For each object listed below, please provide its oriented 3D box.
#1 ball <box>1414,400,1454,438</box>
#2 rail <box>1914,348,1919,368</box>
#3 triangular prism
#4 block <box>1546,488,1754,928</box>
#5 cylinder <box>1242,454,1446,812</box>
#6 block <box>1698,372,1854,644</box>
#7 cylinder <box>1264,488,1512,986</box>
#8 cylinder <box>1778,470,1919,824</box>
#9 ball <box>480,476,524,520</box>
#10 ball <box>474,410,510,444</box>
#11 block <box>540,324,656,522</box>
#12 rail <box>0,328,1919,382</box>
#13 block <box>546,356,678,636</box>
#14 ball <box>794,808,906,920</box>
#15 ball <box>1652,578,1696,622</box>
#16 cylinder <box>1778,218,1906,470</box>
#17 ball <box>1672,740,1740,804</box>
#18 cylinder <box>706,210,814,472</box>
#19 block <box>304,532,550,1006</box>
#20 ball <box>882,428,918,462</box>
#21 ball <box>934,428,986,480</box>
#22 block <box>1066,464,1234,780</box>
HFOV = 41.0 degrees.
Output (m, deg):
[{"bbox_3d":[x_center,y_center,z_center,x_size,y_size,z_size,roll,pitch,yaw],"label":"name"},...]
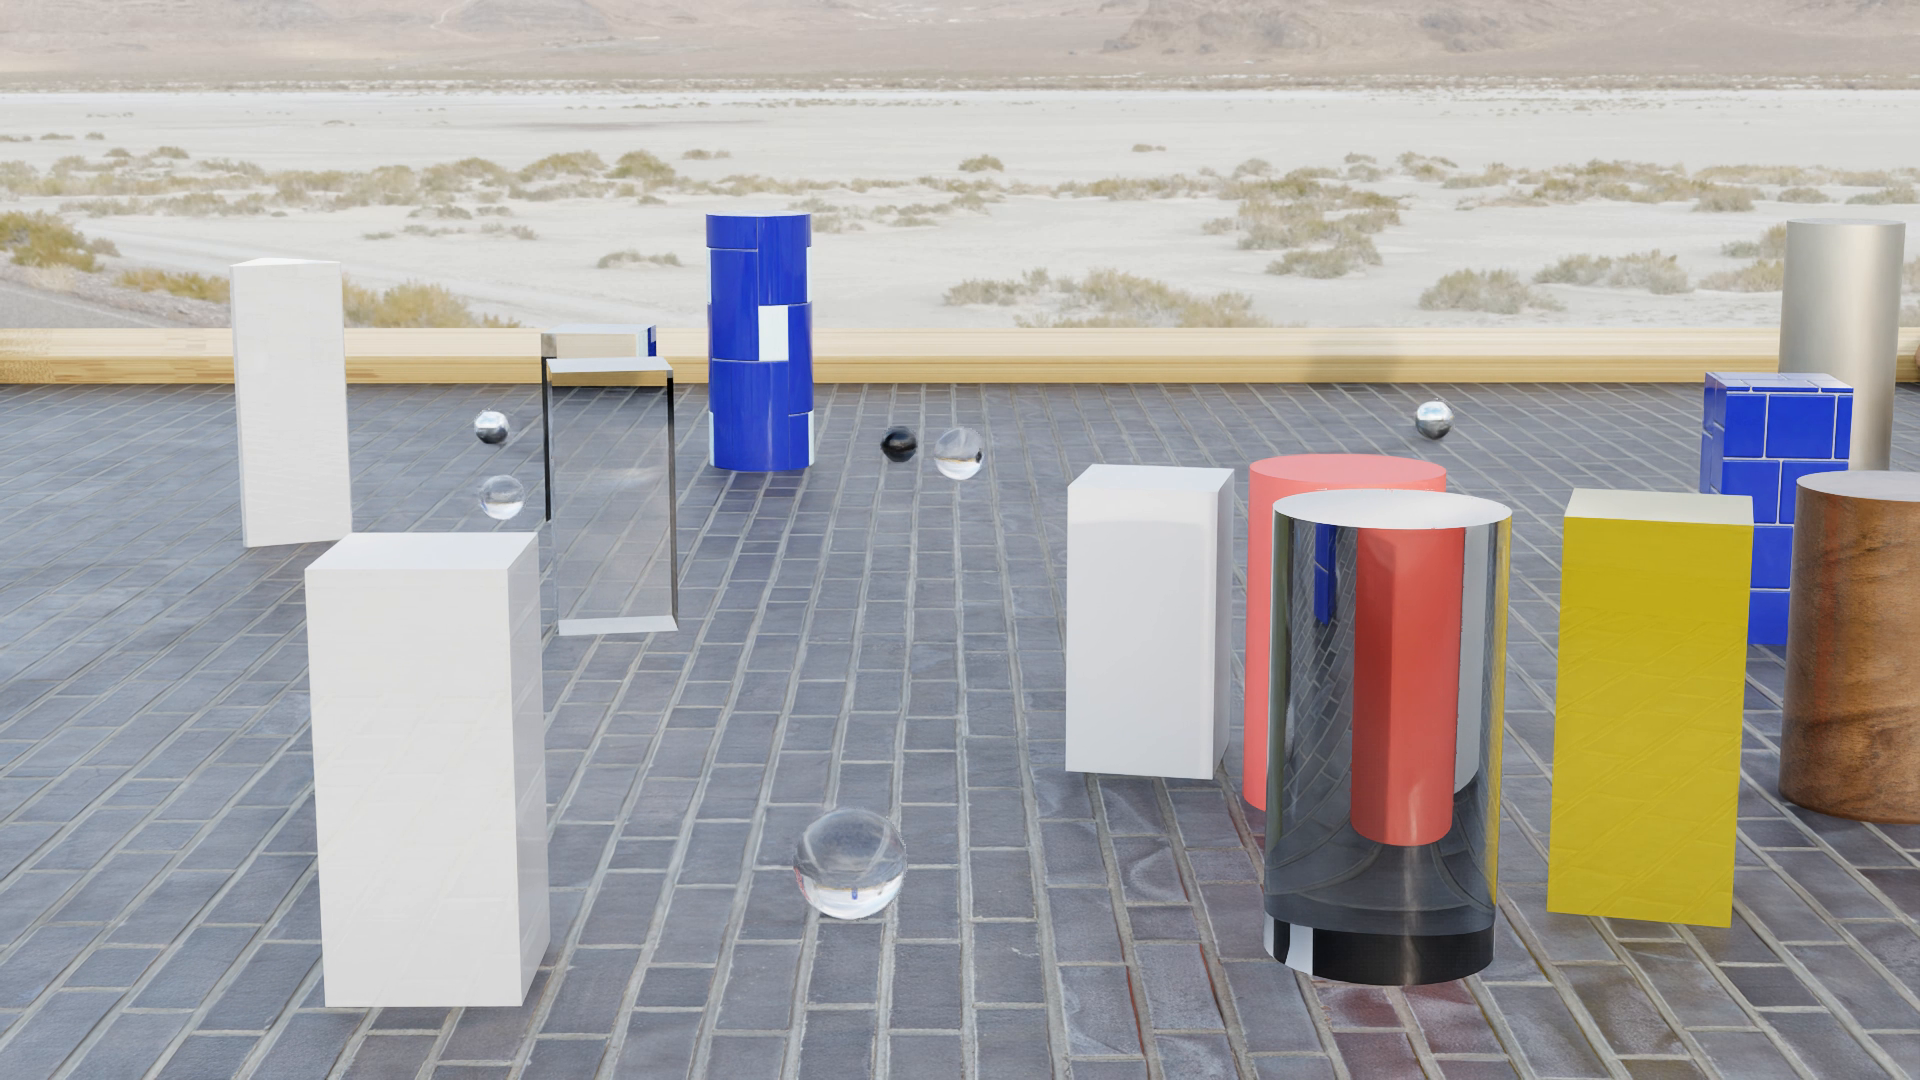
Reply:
[{"bbox_3d":[0.929,-0.236,5.029,0.075,0.075,0.075,0,11,0],"label":"ball"},{"bbox_3d":[2.221,0.030,3.462,0.045,0.124,4.999,0,11,0],"label":"rail"},{"bbox_3d":[-1.049,-0.218,3.970,0.166,0.427,0.144,-5,12,-27],"label":"triangular prism"},{"bbox_3d":[0.605,0.142,2.250,0.153,0.349,0.153,3,11,16],"label":"block"},{"bbox_3d":[0.381,0.094,2.550,0.192,0.334,0.192,0,11,0],"label":"cylinder"},{"bbox_3d":[1.042,-0.043,3.299,0.153,0.328,0.153,1,11,6],"label":"block"},{"bbox_3d":[0.349,0.157,2.111,0.192,0.371,0.192,0,11,0],"label":"cylinder"},{"bbox_3d":[0.922,0.102,2.549,0.192,0.317,0.192,0,11,0],"label":"cylinder"},{"bbox_3d":[-0.738,-0.068,4.136,0.073,0.073,0.073,0,11,0],"label":"ball"},{"bbox_3d":[-0.903,-0.217,4.953,0.066,0.066,0.066,0,11,0],"label":"ball"},{"bbox_3d":[-0.581,-0.191,4.159,0.153,0.305,0.153,1,11,5],"label":"block"},{"bbox_3d":[-0.014,-0.421,5.883,4.490,0.124,0.045,0,11,0],"label":"rail"},{"bbox_3d":[-0.456,-0.061,3.363,0.153,0.341,0.153,-2,11,-11],"label":"block"},{"bbox_3d":[-0.095,0.278,2.209,0.096,0.096,0.096,0,11,0],"label":"ball"},{"bbox_3d":[0.943,0.079,3.386,0.058,0.058,0.058,0,11,0],"label":"ball"},{"bbox_3d":[1.499,-0.312,4.383,0.192,0.461,0.192,0,11,0],"label":"cylinder"},{"bbox_3d":[0.743,0.230,2.554,0.064,0.064,0.064,0,11,0],"label":"ball"},{"bbox_3d":[-0.365,-0.366,4.684,0.192,0.458,0.192,0,11,0],"label":"cylinder"},{"bbox_3d":[-0.420,0.179,2.050,0.153,0.349,0.153,0,11,-1],"label":"block"},{"bbox_3d":[-0.112,-0.176,4.733,0.065,0.065,0.065,0,11,0],"label":"ball"},{"bbox_3d":[-0.001,-0.151,4.531,0.091,0.091,0.091,0,11,0],"label":"ball"},{"bbox_3d":[0.201,0.082,2.704,0.153,0.300,0.153,2,11,12],"label":"block"}]
